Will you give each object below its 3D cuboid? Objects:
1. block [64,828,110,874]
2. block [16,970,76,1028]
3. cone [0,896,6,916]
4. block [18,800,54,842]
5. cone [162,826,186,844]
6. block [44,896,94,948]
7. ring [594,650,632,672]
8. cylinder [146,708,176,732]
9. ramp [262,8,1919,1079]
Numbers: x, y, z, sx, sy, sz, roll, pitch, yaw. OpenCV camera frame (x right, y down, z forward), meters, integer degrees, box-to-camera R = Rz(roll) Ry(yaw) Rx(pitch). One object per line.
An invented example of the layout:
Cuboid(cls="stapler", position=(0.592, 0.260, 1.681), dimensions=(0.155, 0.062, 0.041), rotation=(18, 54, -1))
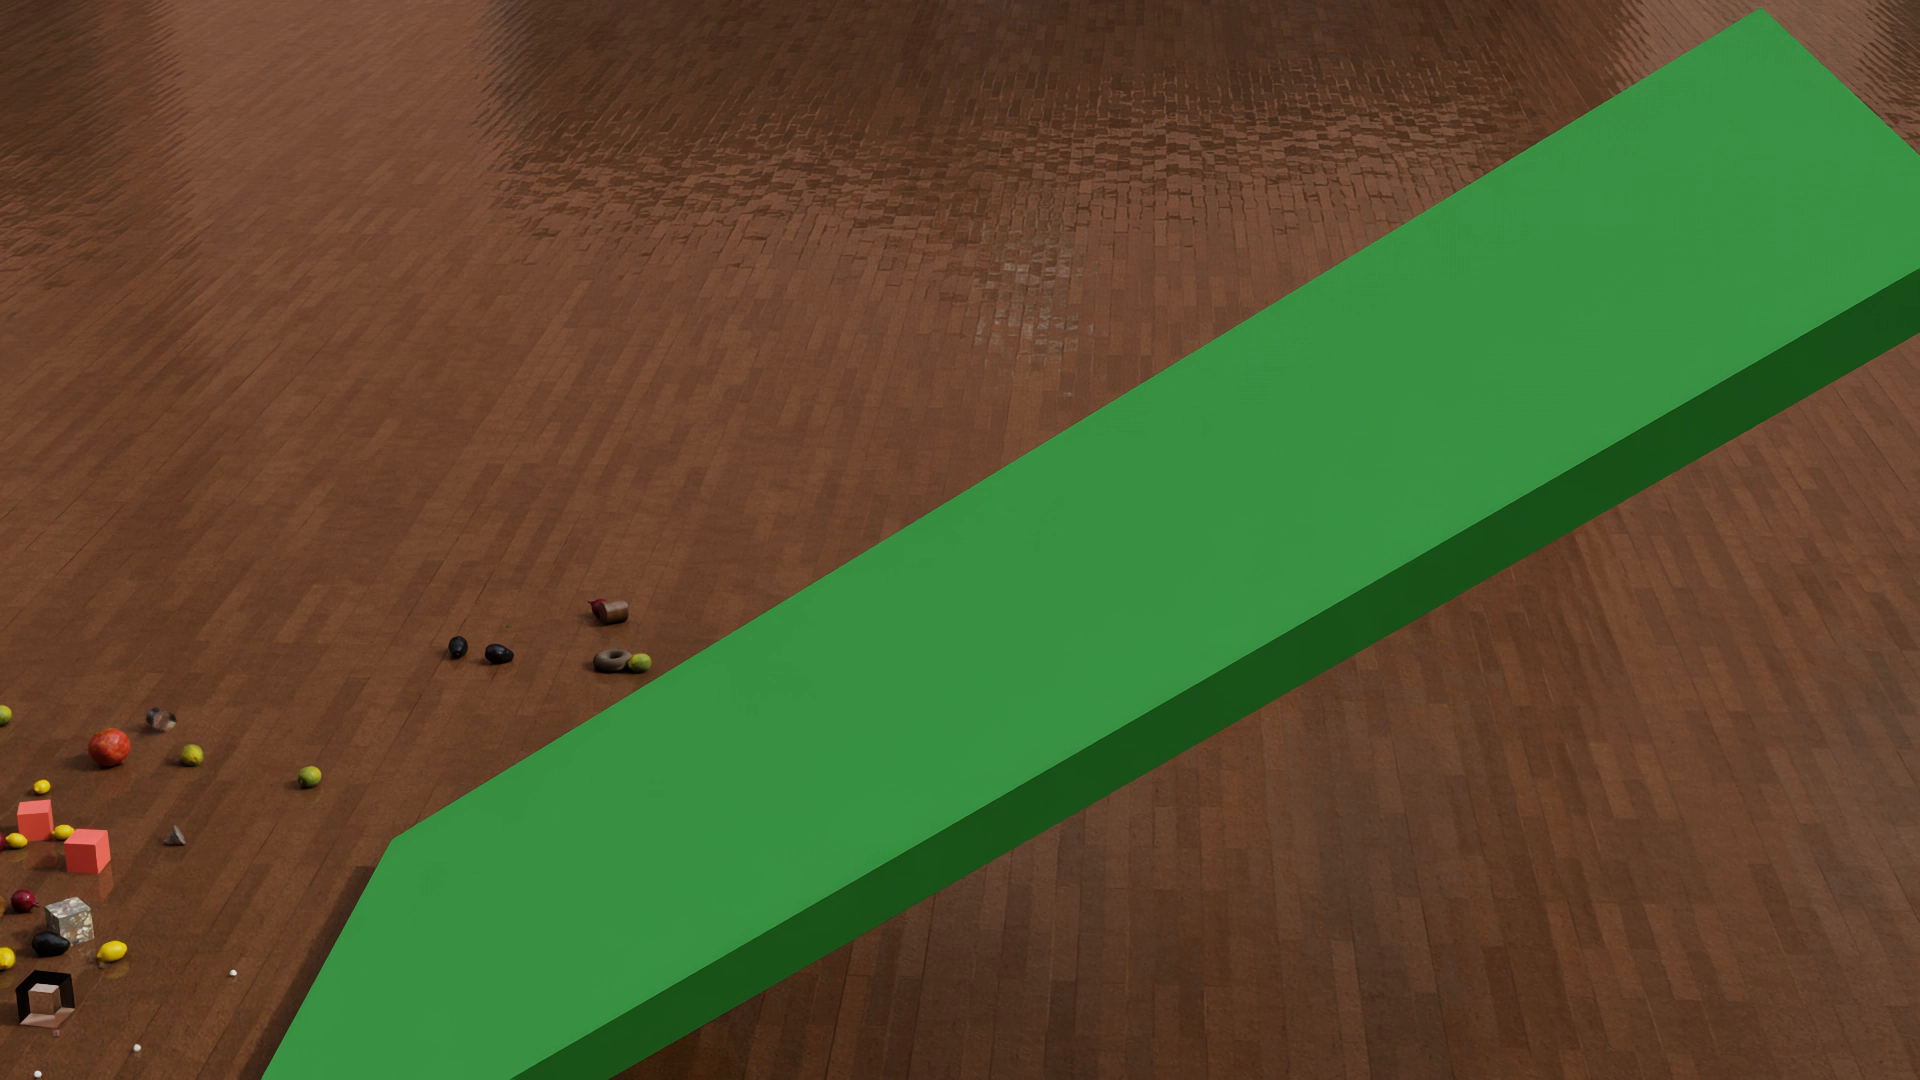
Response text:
Cuboid(cls="block", position=(-2.293, 0.818, 7.730), dimensions=(0.085, 0.085, 0.085), rotation=(2, 21, 6))
Cuboid(cls="block", position=(-2.173, 1.090, 6.989), dimensions=(0.094, 0.094, 0.094), rotation=(4, 21, 11))
Cuboid(cls="cone", position=(-2.458, 0.934, 7.498), dimensions=(0.069, 0.069, 0.069), rotation=(-1, -6, -2))
Cuboid(cls="block", position=(-2.486, 0.755, 7.907), dimensions=(0.080, 0.080, 0.080), rotation=(-4, 21, -11))
Cuboid(cls="cone", position=(-2.110, 0.801, 7.862), dimensions=(0.055, 0.055, 0.055), rotation=(-29, 23, 0))
Cuboid(cls="block", position=(-2.229, 0.957, 7.360), dimensions=(0.084, 0.084, 0.084), rotation=(-16, 26, -37))
Cuboid(cls="ring", position=(-1.062, 0.369, 8.997), dimensions=(0.121, 0.040, 0.121), rotation=(-1, 20, 0))
Cuboid(cls="cylinder", position=(-2.324, 0.523, 8.554), dimensions=(0.060, 0.060, 0.060), rotation=(17, 27, 39))
Cuboid(cls="ramp", position=(0.139, 0.171, 6.297), dimensions=(4.000, 0.100, 2.000), rotation=(-31, 16, 14))
